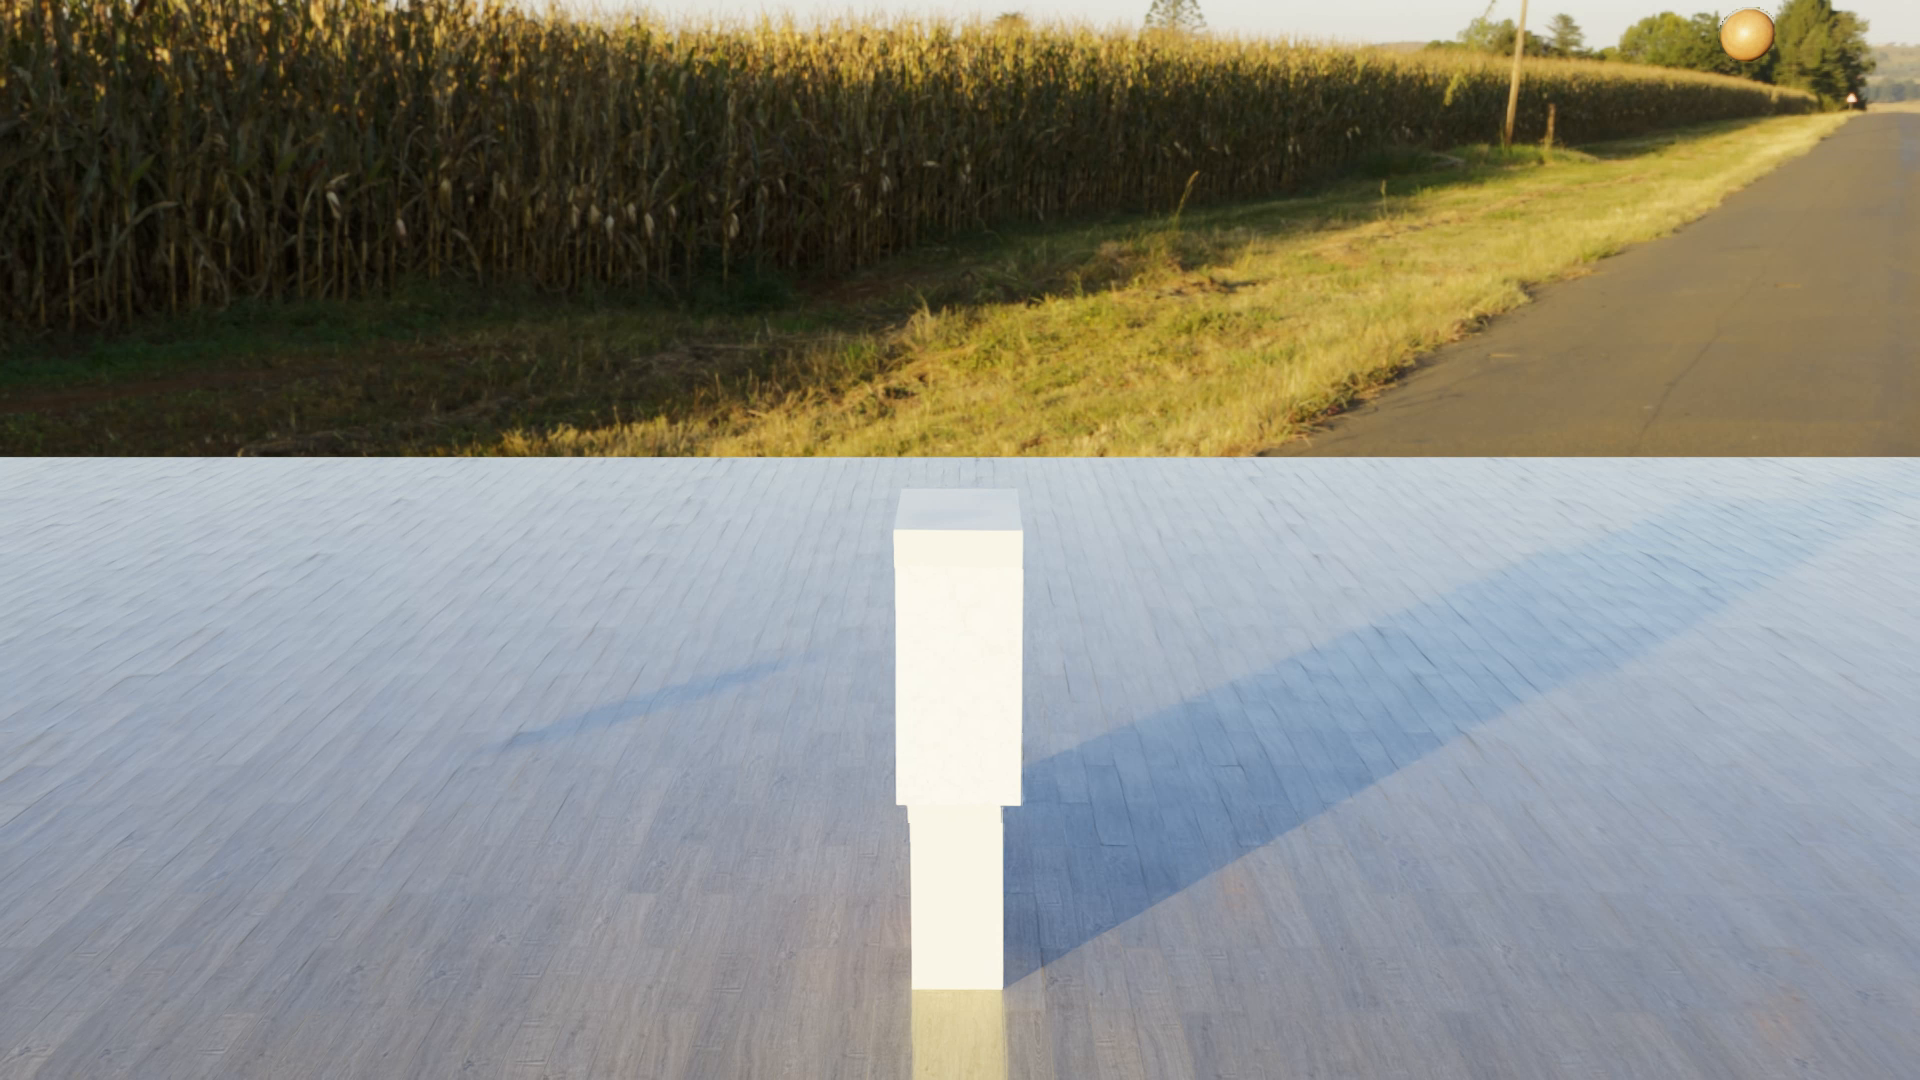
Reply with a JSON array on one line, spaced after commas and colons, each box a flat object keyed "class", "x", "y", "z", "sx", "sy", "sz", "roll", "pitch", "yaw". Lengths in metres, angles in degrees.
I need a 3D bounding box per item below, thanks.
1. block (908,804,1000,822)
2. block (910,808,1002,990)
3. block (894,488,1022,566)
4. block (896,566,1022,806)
[{"class": "block", "x": -0.008, "y": 0.363, "z": 3.313, "sx": 0.134, "sy": 0.038, "sz": 0.268, "roll": 0, "pitch": 11, "yaw": 0}, {"class": "block", "x": -0.004, "y": 0.530, "z": 3.254, "sx": 0.134, "sy": 0.268, "sz": 0.038, "roll": 0, "pitch": 11, "yaw": 0}, {"class": "block", "x": -0.002, "y": -0.021, "z": 3.198, "sx": 0.177, "sy": 0.050, "sz": 0.354, "roll": 0, "pitch": 11, "yaw": 0}, {"class": "block", "x": -0.001, "y": 0.199, "z": 3.122, "sx": 0.177, "sy": 0.354, "sz": 0.050, "roll": 0, "pitch": 11, "yaw": 1}]
